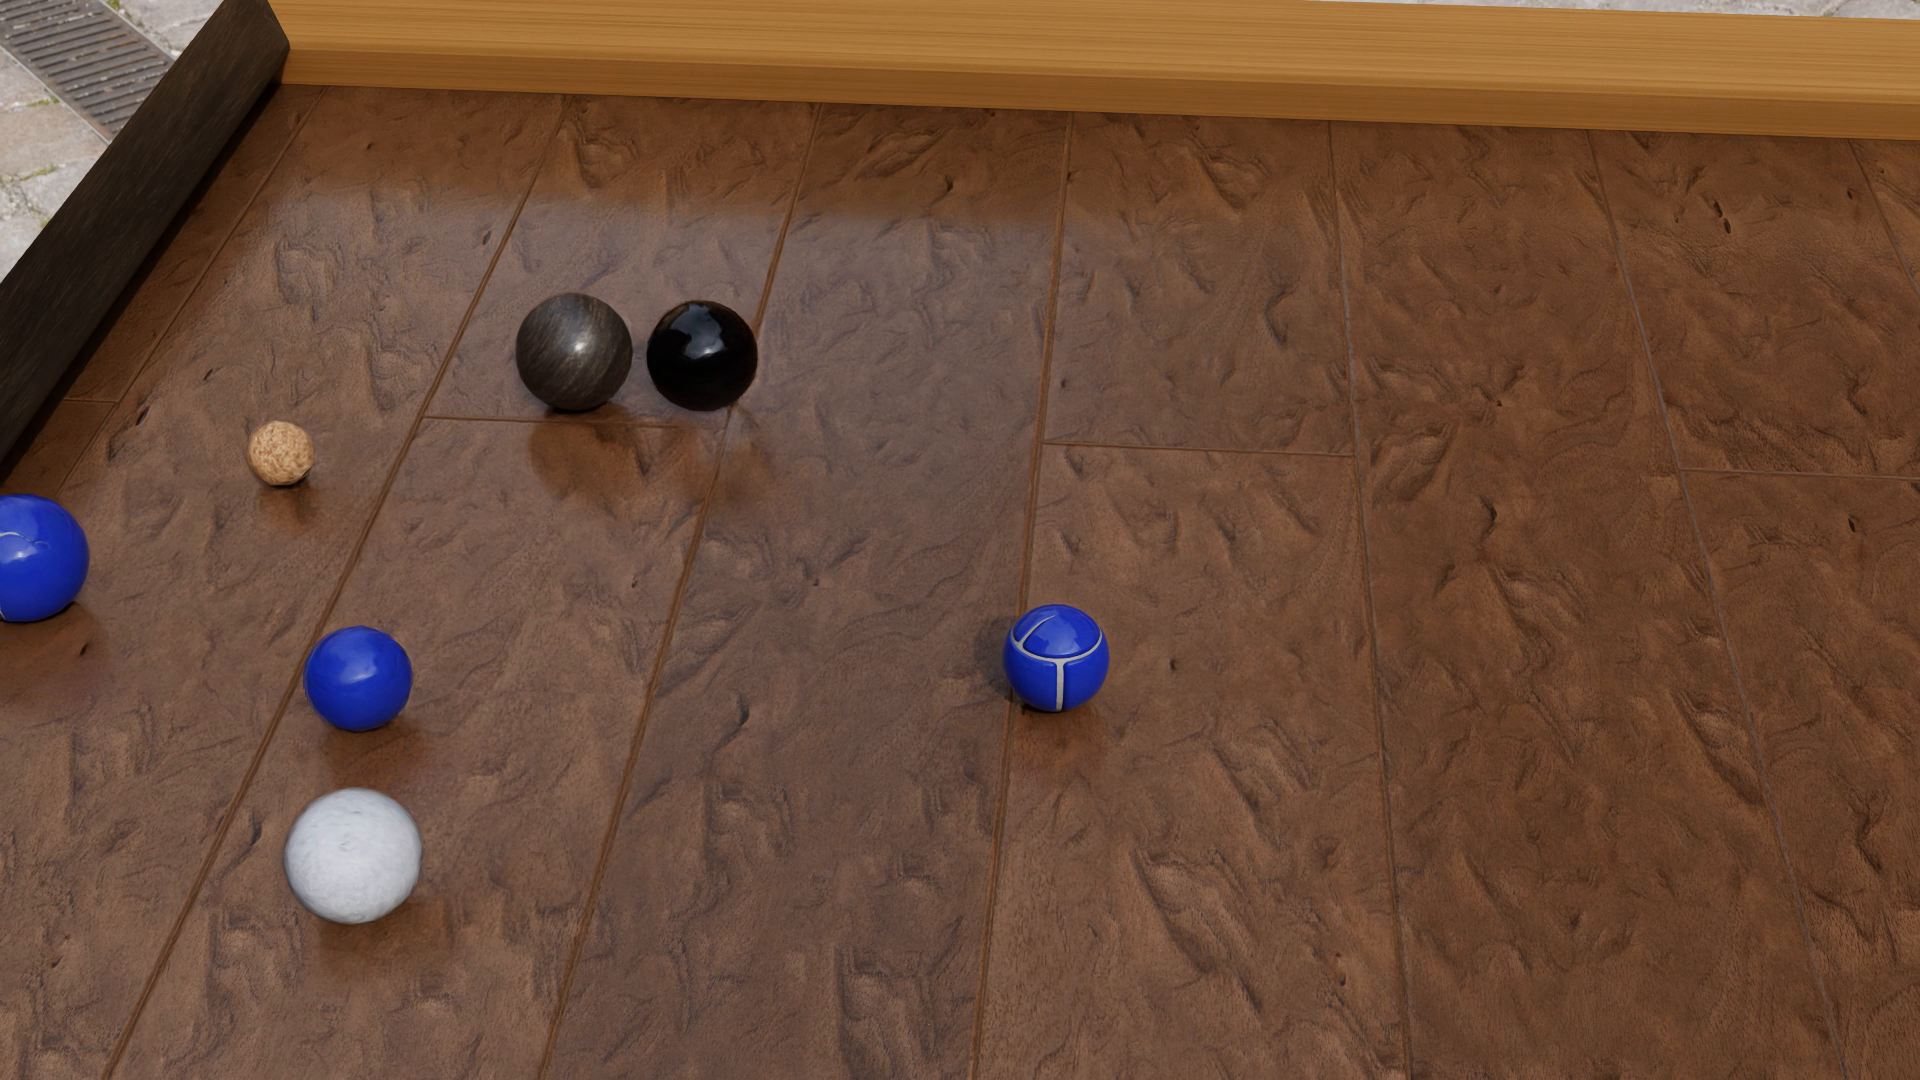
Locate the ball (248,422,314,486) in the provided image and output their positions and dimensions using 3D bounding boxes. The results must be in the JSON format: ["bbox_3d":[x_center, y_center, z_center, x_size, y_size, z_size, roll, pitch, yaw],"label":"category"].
[{"bbox_3d":[-0.524,-0.066,1.980,0.050,0.050,0.050,0,35,0],"label":"ball"}]

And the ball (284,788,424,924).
[{"bbox_3d":[-0.373,0.194,1.577,0.084,0.084,0.084,0,35,0],"label":"ball"}]

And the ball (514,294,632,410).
[{"bbox_3d":[-0.310,-0.151,2.062,0.094,0.094,0.094,0,35,0],"label":"ball"}]

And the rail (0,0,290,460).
[{"bbox_3d":[-0.740,-0.053,1.896,0.045,0.122,1.609,3,35,4],"label":"rail"}]

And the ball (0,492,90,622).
[{"bbox_3d":[-0.669,0.012,1.830,0.092,0.092,0.092,0,35,0],"label":"ball"}]

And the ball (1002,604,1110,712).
[{"bbox_3d":[0.065,0.080,1.748,0.074,0.074,0.074,0,35,0],"label":"ball"}]

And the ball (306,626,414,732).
[{"bbox_3d":[-0.405,0.093,1.732,0.071,0.071,0.071,0,35,0],"label":"ball"}]

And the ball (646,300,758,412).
[{"bbox_3d":[-0.207,-0.148,2.061,0.090,0.090,0.090,0,35,0],"label":"ball"}]

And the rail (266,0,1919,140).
[{"bbox_3d":[0.826,-0.430,2.436,3.063,0.122,0.045,3,35,4],"label":"rail"}]
